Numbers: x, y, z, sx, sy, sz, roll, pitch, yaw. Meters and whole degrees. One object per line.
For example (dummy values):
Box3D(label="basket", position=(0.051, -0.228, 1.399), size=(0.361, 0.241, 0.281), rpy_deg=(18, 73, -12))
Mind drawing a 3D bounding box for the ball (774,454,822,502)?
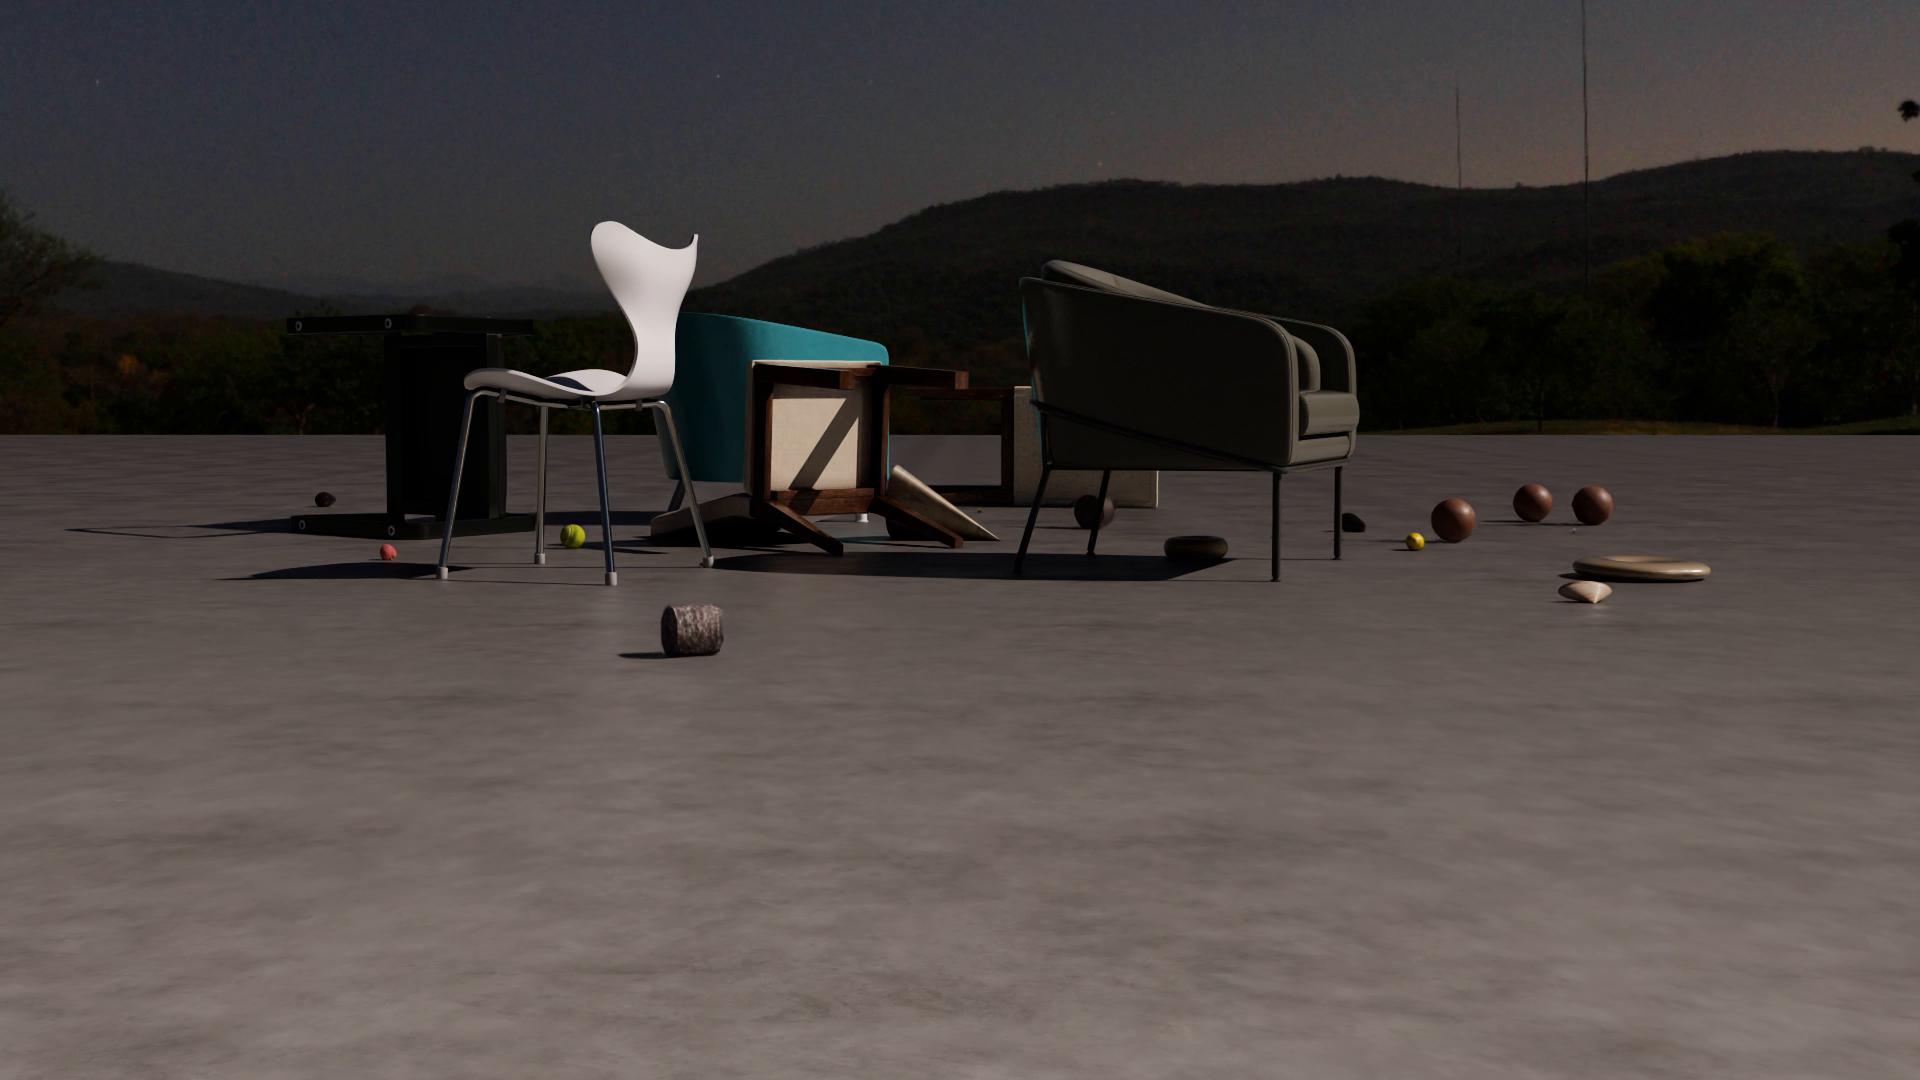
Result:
Box3D(label="ball", position=(-0.645, -0.246, 8.739), size=(0.191, 0.191, 0.191), rpy_deg=(0, 4, 0))

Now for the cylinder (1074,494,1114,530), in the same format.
Box3D(label="cylinder", position=(0.431, -0.092, 7.071), size=(0.113, 0.111, 0.063), rpy_deg=(38, 23, 26))

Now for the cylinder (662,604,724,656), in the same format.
Box3D(label="cylinder", position=(-0.452, 0.152, 3.710), size=(0.082, 0.080, 0.090), rpy_deg=(-2, -37, -26))

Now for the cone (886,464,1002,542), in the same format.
Box3D(label="cone", position=(-0.036, -0.057, 6.544), size=(0.351, 0.131, 0.315), rpy_deg=(21, -34, 15))

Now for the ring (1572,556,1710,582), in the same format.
Box3D(label="ring", position=(1.622, 0.067, 5.238), size=(0.315, 0.045, 0.322), rpy_deg=(-1, 4, -15))

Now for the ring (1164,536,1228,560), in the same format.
Box3D(label="ring", position=(0.626, 0.021, 5.842), size=(0.176, 0.057, 0.156), rpy_deg=(2, 5, 37))
